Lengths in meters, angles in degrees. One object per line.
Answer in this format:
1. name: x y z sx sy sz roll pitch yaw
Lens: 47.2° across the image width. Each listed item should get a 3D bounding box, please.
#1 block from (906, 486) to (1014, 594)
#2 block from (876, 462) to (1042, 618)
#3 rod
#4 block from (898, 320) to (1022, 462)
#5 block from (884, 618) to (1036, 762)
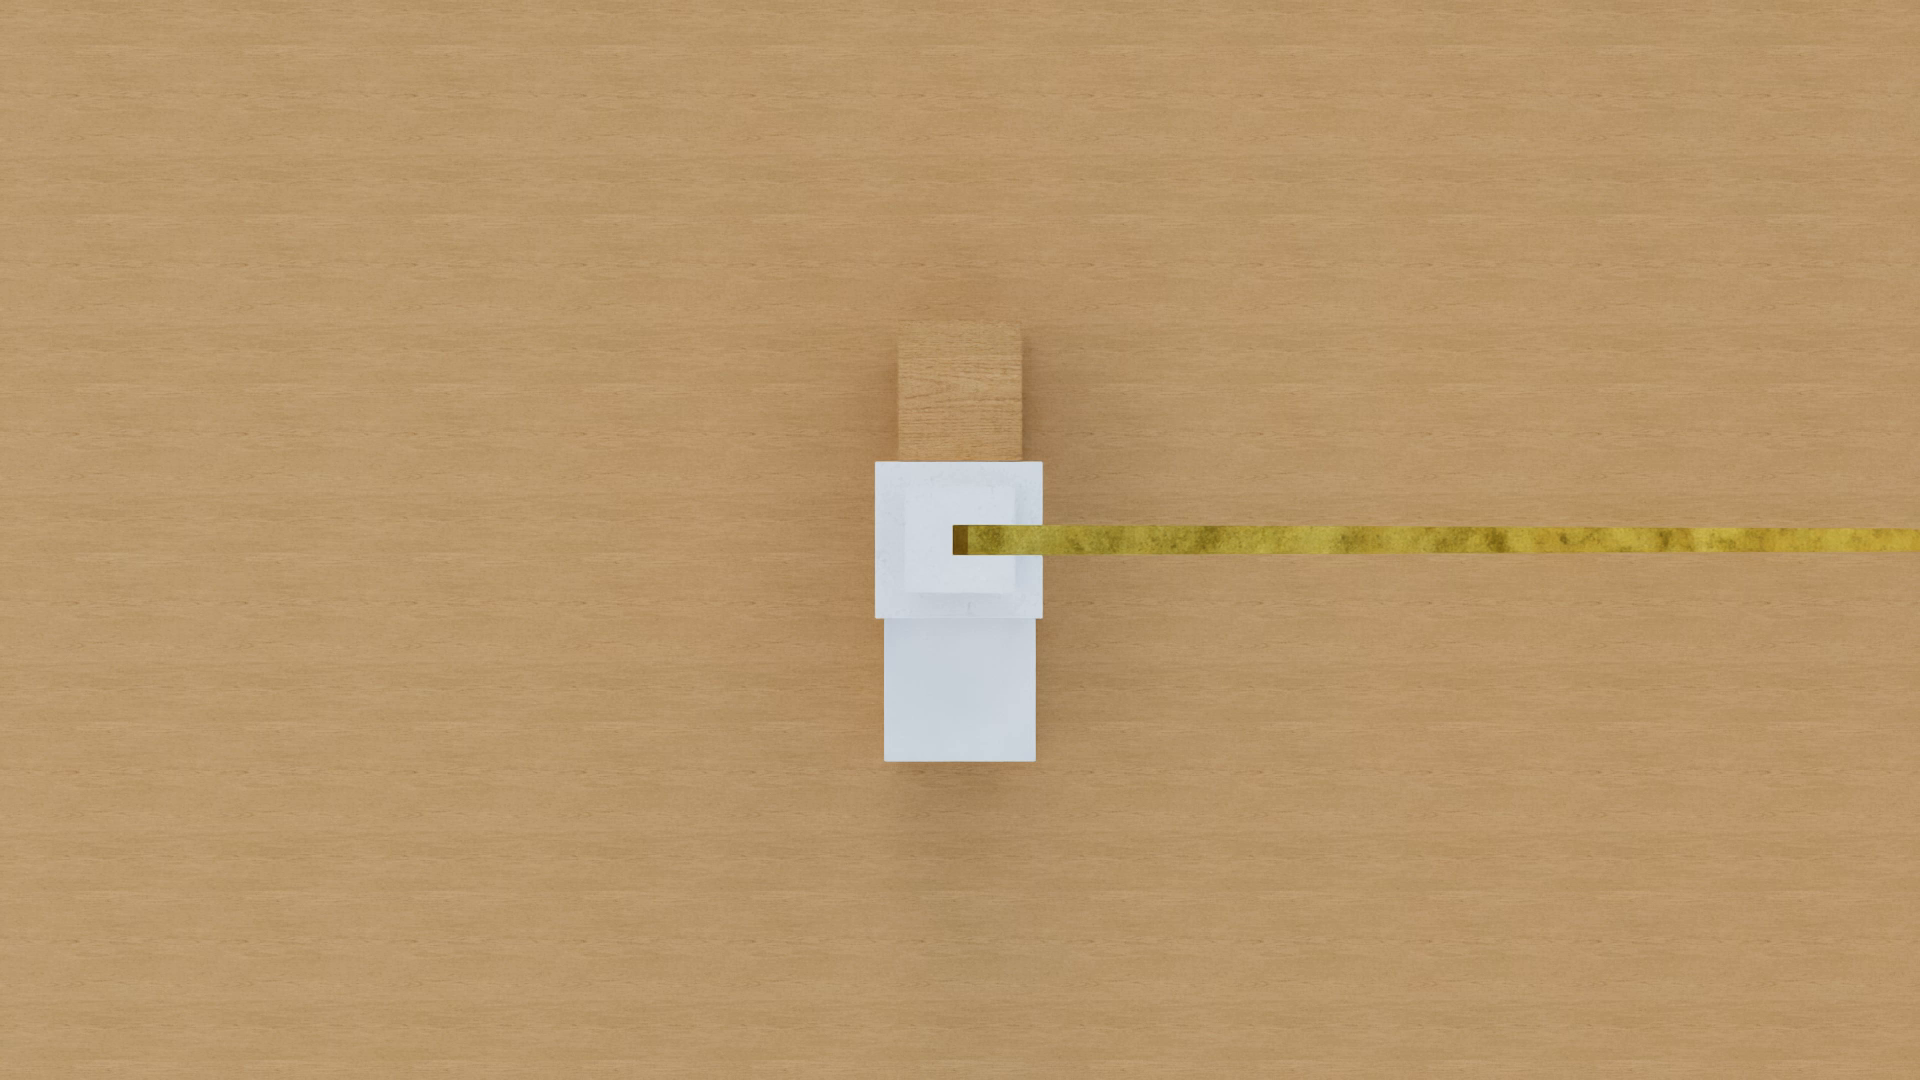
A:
1. block: 0.000 0.000 11.245 0.545 0.592 0.532 0 90 0
2. block: -0.006 0.000 11.901 0.877 0.721 0.822 0 90 0
3. rod: 2.234 0.000 7.100 5.200 0.080 0.080 0 90 -31
4. block: 0.001 -0.837 12.638 0.692 0.725 0.793 0 90 0
5. block: -0.001 0.806 12.632 0.843 0.737 0.856 0 90 0
